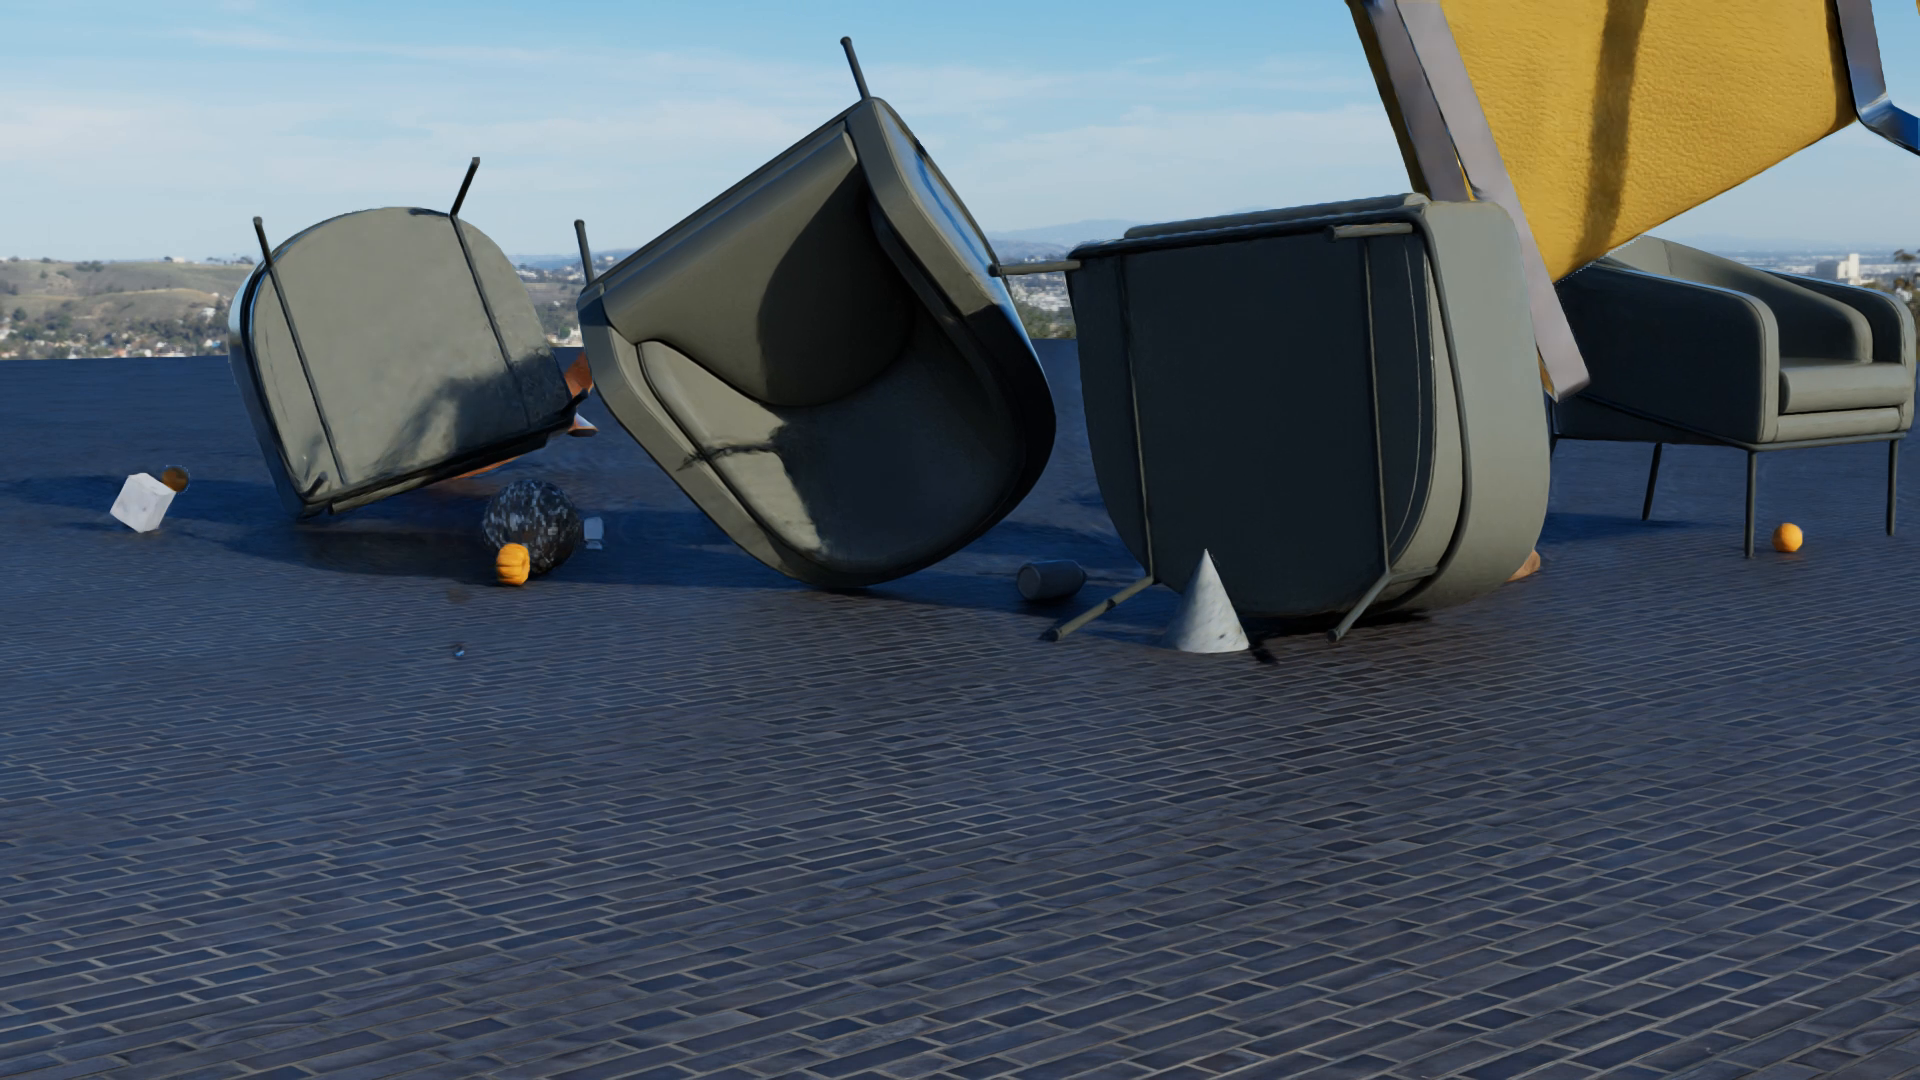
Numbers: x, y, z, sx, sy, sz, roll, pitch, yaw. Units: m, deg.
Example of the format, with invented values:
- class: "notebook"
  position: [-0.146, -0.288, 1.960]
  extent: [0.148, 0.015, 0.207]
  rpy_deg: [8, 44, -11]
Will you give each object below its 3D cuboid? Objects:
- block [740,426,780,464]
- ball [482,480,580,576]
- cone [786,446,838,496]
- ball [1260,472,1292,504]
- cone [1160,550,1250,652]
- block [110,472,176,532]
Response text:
- class: "block"
  position: [-0.553, -0.263, 7.082]
  extent: [0.059, 0.084, 0.053]
  rpy_deg: [-10, 33, 45]
- class: "ball"
  position: [-0.945, -0.028, 5.657]
  extent: [0.211, 0.211, 0.211]
  rpy_deg: [0, 6, 0]
- class: "cone"
  position: [-0.417, -0.191, 7.718]
  extent: [0.147, 0.159, 0.151]
  rpy_deg: [-12, -19, 39]
- class: "ball"
  position: [0.915, -0.150, 7.426]
  extent: [0.092, 0.092, 0.092]
  rpy_deg: [0, 6, 0]
- class: "cone"
  position: [0.438, 0.101, 4.580]
  extent: [0.162, 0.174, 0.180]
  rpy_deg: [0, 6, 2]
- class: "block"
  position: [-2.111, -0.097, 6.627]
  extent: [0.097, 0.114, 0.089]
  rpy_deg: [32, 10, 6]
